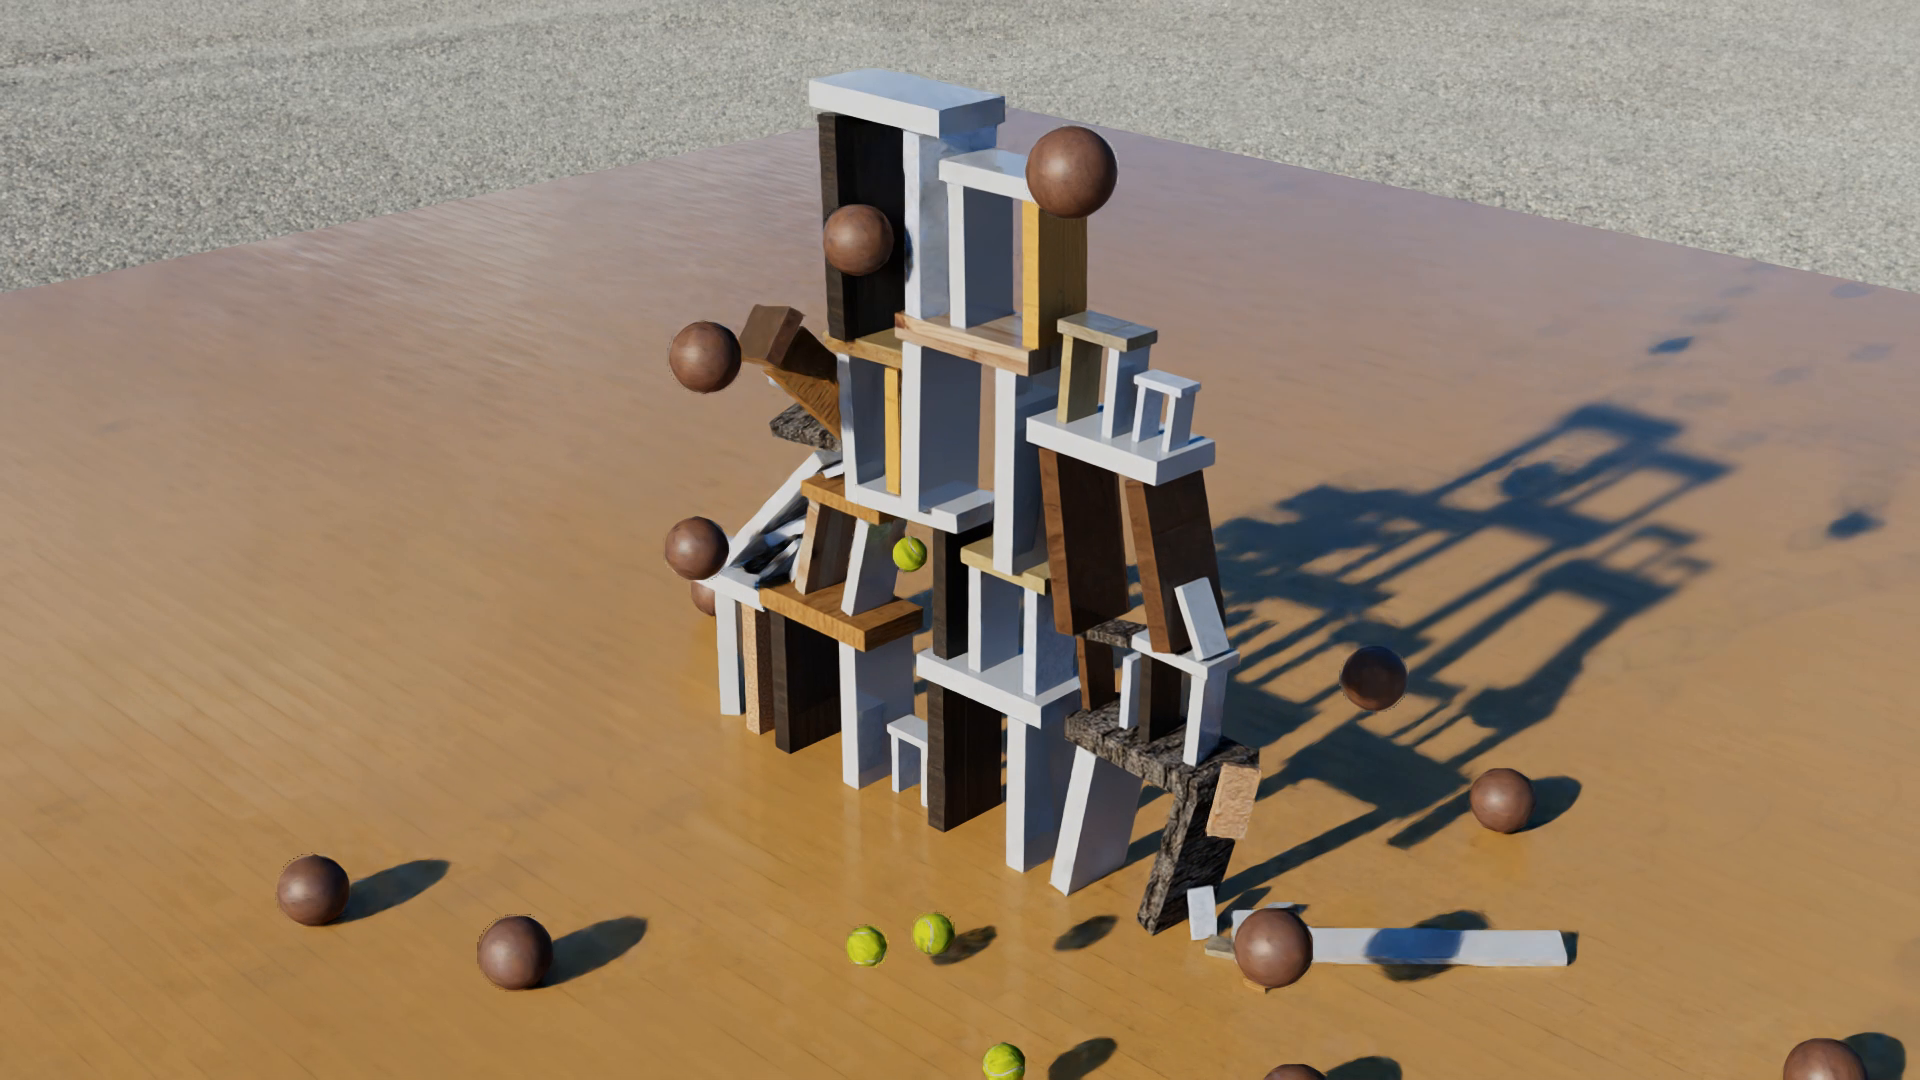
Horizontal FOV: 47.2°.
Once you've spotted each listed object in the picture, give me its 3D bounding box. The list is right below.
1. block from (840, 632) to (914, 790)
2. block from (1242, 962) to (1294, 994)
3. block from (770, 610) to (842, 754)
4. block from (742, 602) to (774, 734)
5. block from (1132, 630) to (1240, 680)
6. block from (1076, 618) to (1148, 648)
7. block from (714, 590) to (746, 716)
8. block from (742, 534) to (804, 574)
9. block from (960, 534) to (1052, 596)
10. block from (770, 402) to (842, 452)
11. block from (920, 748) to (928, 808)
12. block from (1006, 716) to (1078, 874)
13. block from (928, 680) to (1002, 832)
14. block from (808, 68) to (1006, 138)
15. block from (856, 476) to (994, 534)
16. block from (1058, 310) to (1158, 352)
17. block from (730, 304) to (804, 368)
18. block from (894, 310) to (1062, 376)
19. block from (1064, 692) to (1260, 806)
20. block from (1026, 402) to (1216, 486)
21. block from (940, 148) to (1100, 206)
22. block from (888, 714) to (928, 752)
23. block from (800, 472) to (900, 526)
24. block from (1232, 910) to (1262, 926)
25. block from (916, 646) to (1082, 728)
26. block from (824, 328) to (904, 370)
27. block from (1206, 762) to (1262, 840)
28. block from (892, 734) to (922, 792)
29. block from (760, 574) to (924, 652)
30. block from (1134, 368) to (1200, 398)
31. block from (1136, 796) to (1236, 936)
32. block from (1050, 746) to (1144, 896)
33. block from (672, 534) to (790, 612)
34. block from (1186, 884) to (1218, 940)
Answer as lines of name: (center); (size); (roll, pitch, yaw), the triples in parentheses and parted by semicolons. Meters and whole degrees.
block: (-0.170, 0.338, 4.549); (0.162, 0.325, 0.046); (-21, 30, -40)
block: (0.549, 0.773, 3.921); (0.047, 0.013, 0.094); (17, 28, 35)
block: (-0.322, 0.278, 4.690); (0.046, 0.325, 0.162); (21, 31, 41)
block: (-0.395, 0.257, 4.768); (0.043, 0.303, 0.152); (21, 31, 41)
block: (0.396, 0.194, 3.864); (0.087, 0.025, 0.175); (-20, 30, -39)
block: (0.274, 0.166, 4.003); (0.070, 0.020, 0.140); (-21, 22, -41)
block: (-0.497, 0.217, 4.862); (0.043, 0.303, 0.152); (3, 23, 6)
block: (-0.387, 0.030, 4.652); (0.138, 0.020, 0.069); (-30, -12, 13)
block: (0.116, 0.043, 4.118); (0.215, 0.030, 0.108); (21, 31, 40)
block: (-0.260, -0.234, 4.492); (0.239, 0.034, 0.120); (15, 41, 36)
block: (-0.049, 0.474, 4.478); (0.018, 0.130, 0.065); (21, 31, 41)
block: (0.164, 0.465, 4.247); (0.046, 0.326, 0.163); (21, 31, 41)
block: (0.010, 0.405, 4.389); (0.163, 0.326, 0.046); (-21, 31, -41)
block: (-0.099, -0.799, 4.003); (0.338, 0.048, 0.169); (22, 32, 39)
block: (-0.056, -0.077, 4.257); (0.271, 0.038, 0.135); (17, 28, 42)
block: (0.254, -0.361, 3.795); (0.081, 0.023, 0.161); (-20, 30, -40)
block: (-0.376, -0.399, 4.284); (0.032, 0.112, 0.224); (28, -4, -24)
block: (0.056, -0.374, 3.995); (0.329, 0.047, 0.164); (21, 30, 39)
block: (0.363, 0.372, 3.983); (0.164, 0.046, 0.328); (-19, 30, -38)
block: (0.280, -0.174, 3.855); (0.153, 0.043, 0.307); (-20, 30, -40)
block: (0.103, -0.636, 3.840); (0.259, 0.037, 0.130); (21, 31, 40)
block: (-0.080, 0.394, 4.477); (0.130, 0.018, 0.065); (21, 31, 41)
block: (-0.201, -0.090, 4.401); (0.226, 0.032, 0.113); (21, 31, 40)
block: (0.524, 0.713, 3.988); (0.047, 0.013, 0.095); (-2, 40, -2)
block: (0.089, 0.264, 4.246); (0.326, 0.046, 0.163); (21, 30, 40)
block: (-0.128, -0.375, 4.204); (0.250, 0.035, 0.125); (19, 30, 40)
block: (0.476, 0.455, 3.828); (0.066, 0.132, 0.019); (9, 14, -12)
block: (-0.110, 0.450, 4.534); (0.018, 0.130, 0.065); (21, 31, 41)
block: (-0.247, 0.136, 4.548); (0.162, 0.046, 0.325); (-22, 31, -40)
block: (0.352, -0.266, 3.730); (0.052, 0.015, 0.103); (-20, 30, -40)
block: (0.431, 0.563, 4.014); (0.164, 0.328, 0.046); (-19, 45, -37)
block: (0.267, 0.503, 4.152); (0.164, 0.328, 0.046); (-21, 42, -40)
block: (-0.467, 0.070, 4.765); (0.303, 0.043, 0.152); (21, 31, 40)
block: (0.444, 0.683, 4.031); (0.047, 0.095, 0.013); (-7, 6, -17)
